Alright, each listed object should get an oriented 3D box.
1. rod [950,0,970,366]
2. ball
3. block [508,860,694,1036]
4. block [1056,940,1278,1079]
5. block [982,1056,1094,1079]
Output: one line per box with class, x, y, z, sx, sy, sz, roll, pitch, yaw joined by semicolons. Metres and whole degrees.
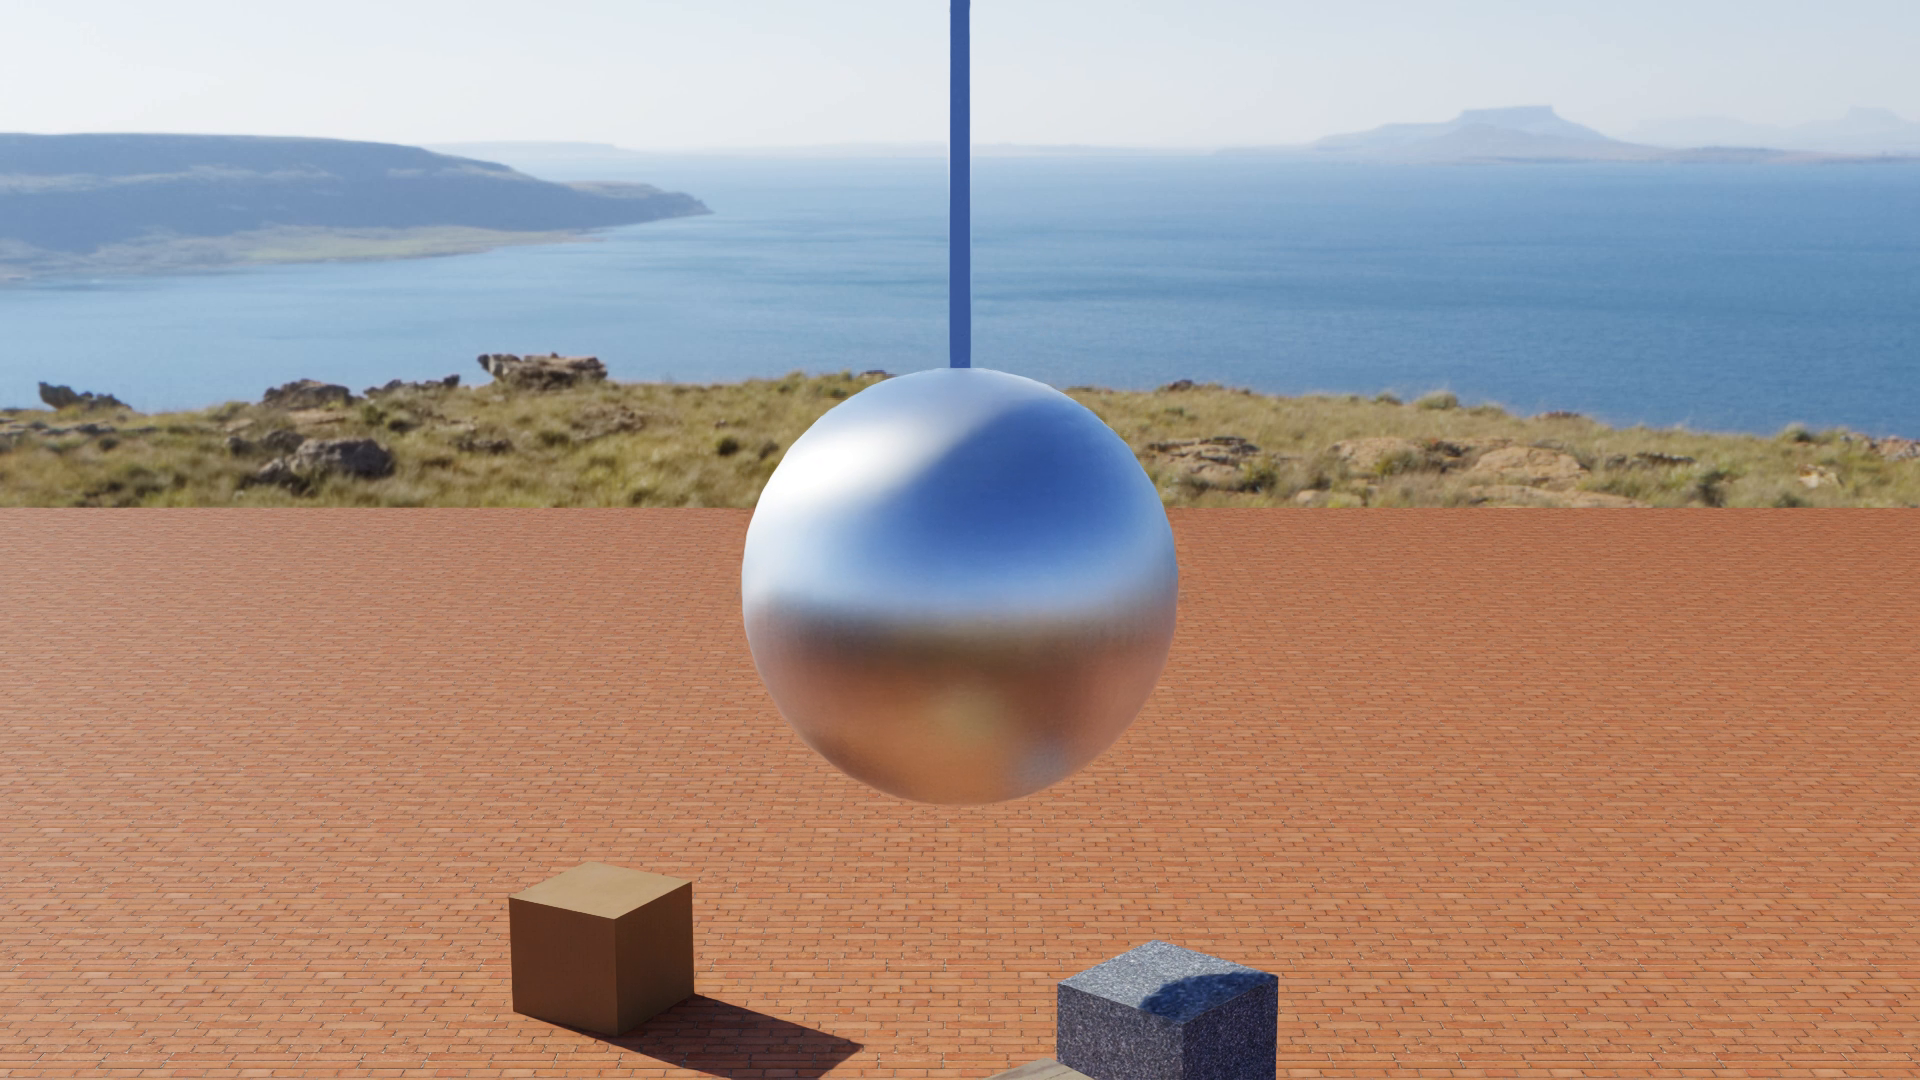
rod;0.000;-3.008;9.264;0.080;5.200;0.080;0;-21;0
ball;0.000;0.168;8.051;1.600;1.600;1.600;0;10;0
block;-1.466;1.667;9.031;0.534;0.489;0.518;6;12;28
block;0.749;1.841;7.944;0.554;0.536;0.582;9;14;41
block;0.226;2.042;6.585;0.694;0.627;0.688;-8;13;-38
